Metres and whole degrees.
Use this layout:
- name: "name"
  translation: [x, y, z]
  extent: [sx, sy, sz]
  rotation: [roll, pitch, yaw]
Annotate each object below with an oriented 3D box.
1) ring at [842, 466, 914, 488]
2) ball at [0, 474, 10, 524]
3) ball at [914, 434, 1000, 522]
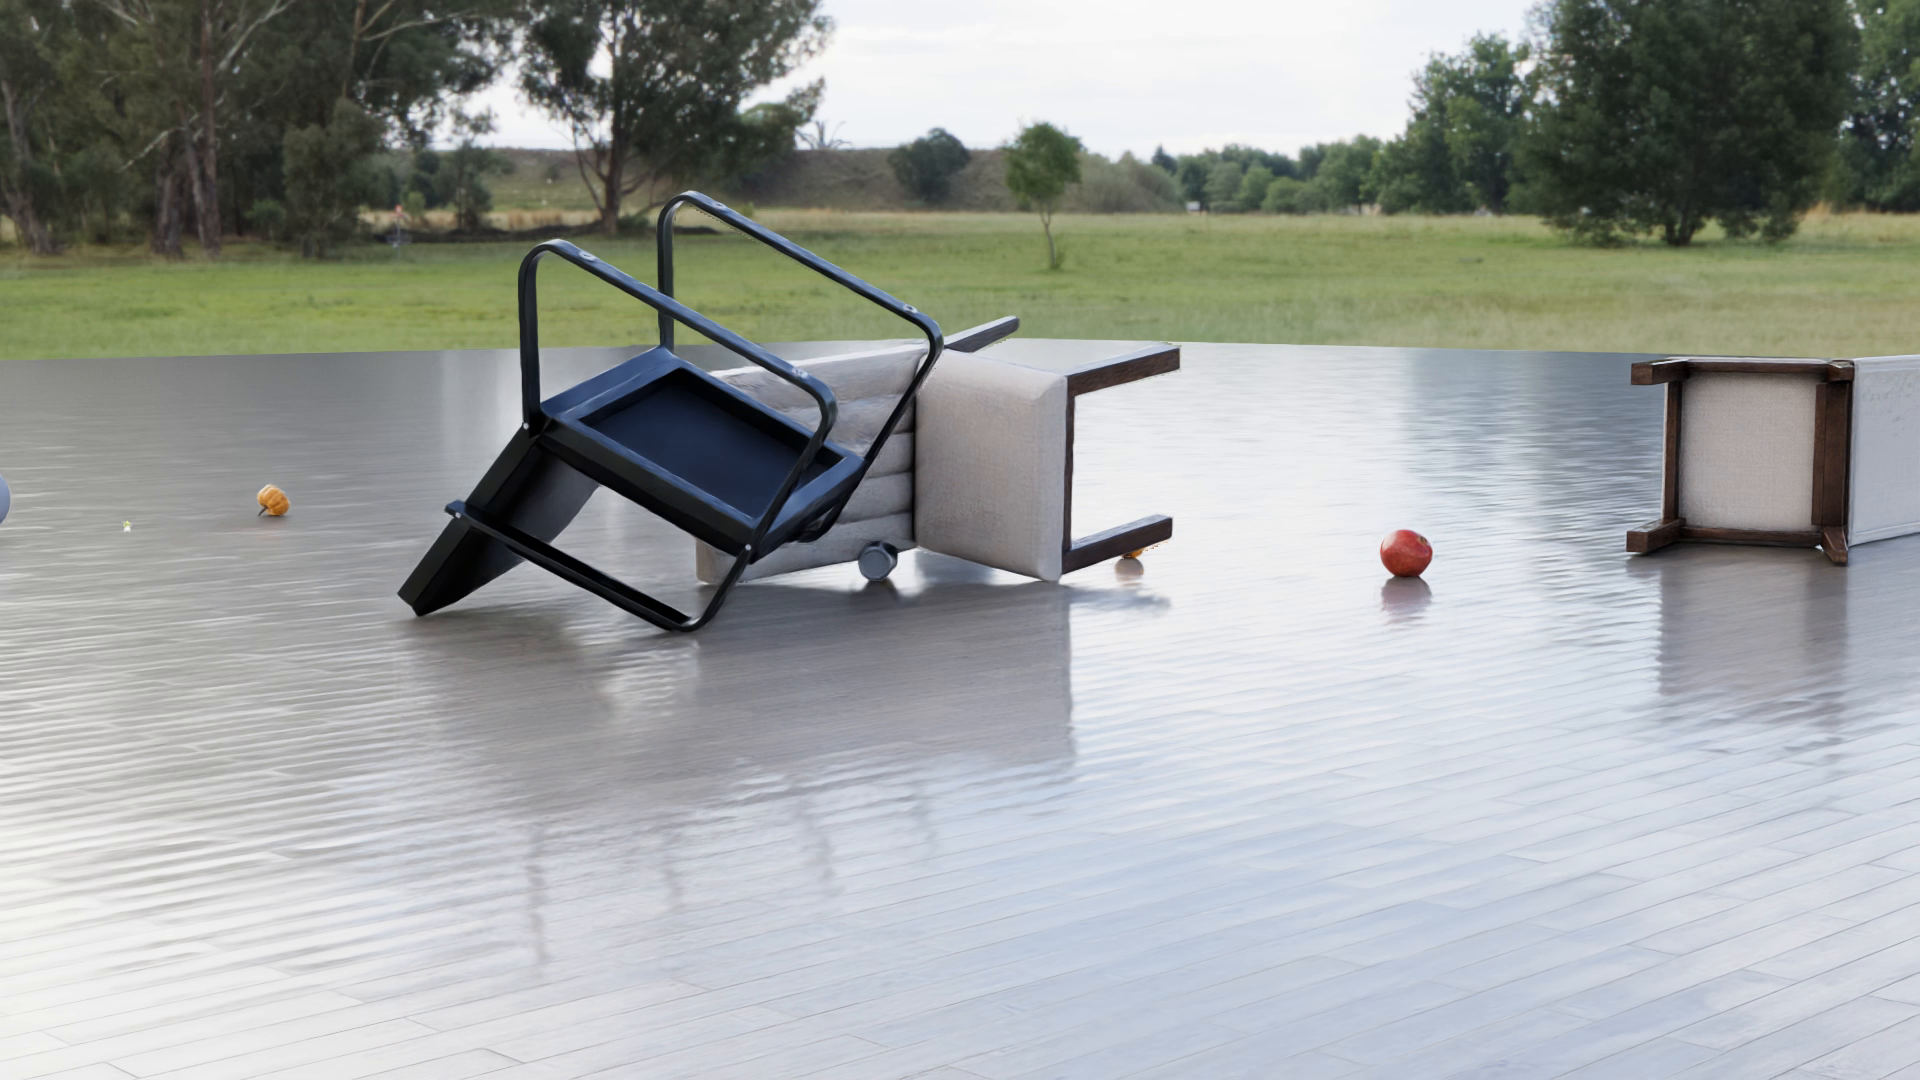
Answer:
- name: "ring"
  translation: [-0.208, -0.199, 8.086]
  extent: [0.412, 0.053, 0.193]
  rotation: [5, 9, 40]
- name: "ball"
  translation: [-2.500, -0.103, 6.481]
  extent: [0.191, 0.191, 0.191]
  rotation: [0, 6, 0]
- name: "ball"
  translation: [-0.008, -0.164, 6.864]
  extent: [0.234, 0.234, 0.234]
  rotation: [0, 6, 0]
